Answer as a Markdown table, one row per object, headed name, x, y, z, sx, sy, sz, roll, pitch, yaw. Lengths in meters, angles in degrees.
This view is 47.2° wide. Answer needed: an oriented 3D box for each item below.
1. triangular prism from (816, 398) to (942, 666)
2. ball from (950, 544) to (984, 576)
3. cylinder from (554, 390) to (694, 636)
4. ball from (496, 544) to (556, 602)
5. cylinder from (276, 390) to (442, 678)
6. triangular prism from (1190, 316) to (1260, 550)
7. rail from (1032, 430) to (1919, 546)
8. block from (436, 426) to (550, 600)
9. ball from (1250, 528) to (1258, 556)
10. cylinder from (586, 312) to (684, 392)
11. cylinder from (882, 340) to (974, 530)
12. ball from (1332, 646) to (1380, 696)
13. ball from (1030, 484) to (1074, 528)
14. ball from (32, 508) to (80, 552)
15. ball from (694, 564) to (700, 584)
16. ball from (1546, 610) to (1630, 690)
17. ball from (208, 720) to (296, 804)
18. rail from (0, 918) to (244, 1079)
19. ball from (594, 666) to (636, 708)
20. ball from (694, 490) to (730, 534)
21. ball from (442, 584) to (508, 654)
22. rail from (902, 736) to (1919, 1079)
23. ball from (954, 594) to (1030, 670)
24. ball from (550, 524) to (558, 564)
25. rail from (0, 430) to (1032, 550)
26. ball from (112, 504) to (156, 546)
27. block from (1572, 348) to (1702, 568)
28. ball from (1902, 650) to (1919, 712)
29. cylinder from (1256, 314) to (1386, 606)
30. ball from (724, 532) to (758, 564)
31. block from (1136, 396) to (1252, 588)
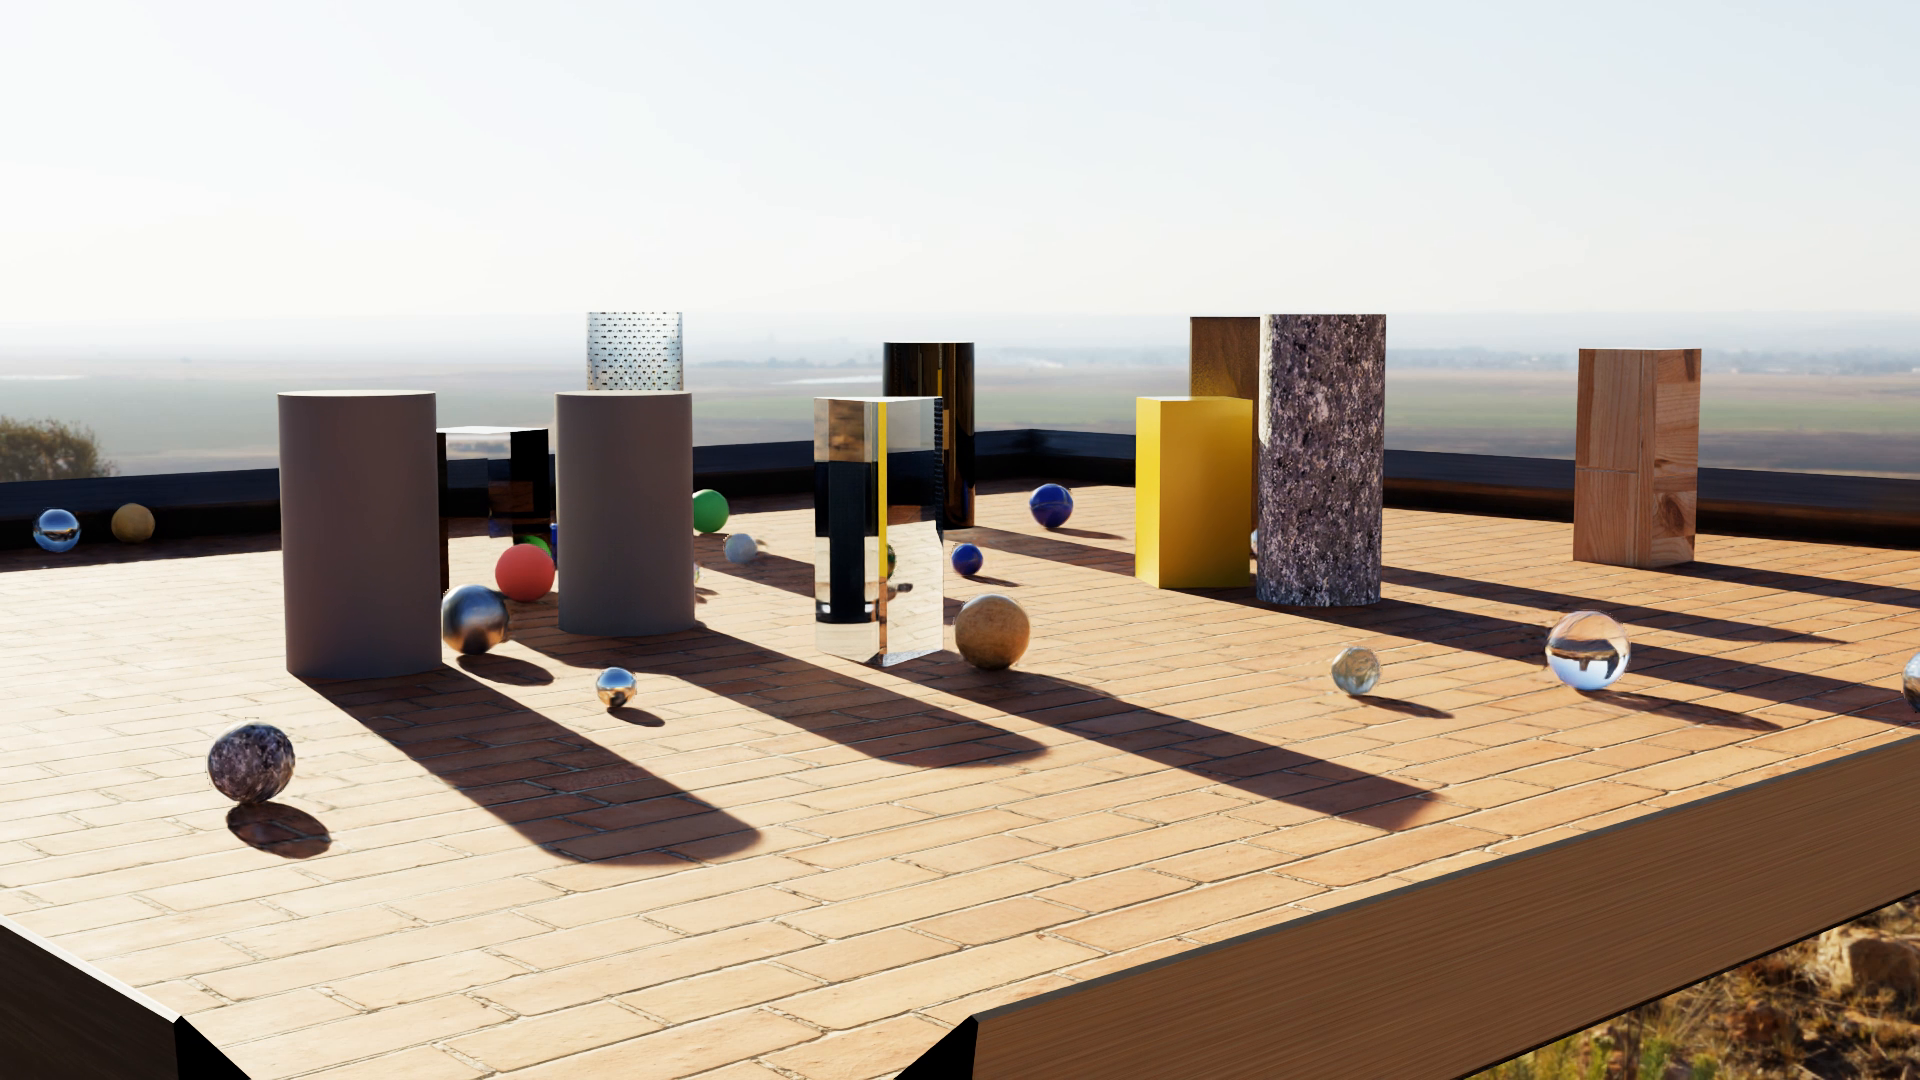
| name | x | y | z | sx | sy | sz | roll | pitch | yaw |
| --- | --- | --- | --- | --- | --- | --- | --- | --- | --- |
| triangular prism | -0.082 | -0.017 | 2.825 | 0.141 | 0.329 | 0.163 | -4 | 7 | -34 |
| ball | 0.012 | 0.033 | 3.657 | 0.054 | 0.054 | 0.054 | 0 | 6 | 0 |
| cylinder | -0.466 | -0.042 | 3.063 | 0.189 | 0.327 | 0.189 | 0 | 6 | 0 |
| ball | -0.657 | 0.050 | 3.324 | 0.090 | 0.090 | 0.090 | 0 | 6 | 0 |
| cylinder | -0.741 | -0.012 | 2.721 | 0.189 | 0.340 | 0.189 | 0 | 6 | 0 |
| triangular prism | 0.512 | -0.202 | 4.104 | 0.163 | 0.428 | 0.141 | 1 | 6 | 8 |
| rail | 1.342 | -0.098 | 4.563 | 0.045 | 0.122 | 3.449 | -6 | 8 | -42 |
| block | -0.746 | -0.044 | 3.424 | 0.151 | 0.256 | 0.151 | 3 | 7 | 26 |
| ball | 0.546 | 0.003 | 3.893 | 0.064 | 0.064 | 0.064 | 0 | 6 | 0 |
| cylinder | -0.635 | -0.228 | 4.307 | 0.189 | 0.436 | 0.189 | 0 | 6 | 0 |
| cylinder | -0.064 | -0.215 | 4.472 | 0.189 | 0.376 | 0.189 | 0 | 6 | 0 |
| ball | 0.456 | 0.151 | 2.531 | 0.056 | 0.056 | 0.056 | 0 | 6 | 0 |
| ball | 0.185 | -0.069 | 4.453 | 0.090 | 0.090 | 0.090 | 0 | 6 | 0 |
| ball | -1.645 | -0.017 | 4.005 | 0.080 | 0.080 | 0.080 | 0 | 6 | 0 |
| ball | -0.437 | 0.054 | 3.517 | 0.042 | 0.042 | 0.042 | 0 | 6 | 0 |
| ball | 0.731 | 0.129 | 2.562 | 0.094 | 0.094 | 0.094 | 0 | 6 | 0 |
| ball | -0.638 | 0.200 | 1.979 | 0.075 | 0.075 | 0.075 | 0 | 6 | 0 |
| rail | -1.342 | 0.162 | 2.101 | 0.045 | 0.122 | 3.449 | -6 | 8 | -42 |
| ball | -0.385 | 0.164 | 2.457 | 0.045 | 0.045 | 0.045 | 0 | 6 | 0 |
| ball | -0.499 | -0.056 | 4.346 | 0.087 | 0.087 | 0.087 | 0 | 6 | 0 |
| ball | -0.627 | 0.102 | 2.828 | 0.091 | 0.091 | 0.091 | 0 | 6 | 0 |
| rail | 1.154 | 0.163 | 2.089 | 3.698 | 0.122 | 0.045 | -6 | 8 | -42 |
| ball | 0.040 | 0.114 | 2.704 | 0.094 | 0.094 | 0.094 | 0 | 6 | 0 |
| ball | -0.702 | 0.006 | 3.836 | 0.070 | 0.070 | 0.070 | 0 | 6 | 0 |
| rail | -1.154 | -0.100 | 4.575 | 3.698 | 0.122 | 0.045 | -6 | 8 | -42 |
| ball | -1.554 | -0.029 | 4.134 | 0.078 | 0.078 | 0.078 | 0 | 6 | 0 |
| block | 1.189 | -0.149 | 3.862 | 0.151 | 0.373 | 0.151 | -6 | 8 | -44 |
| ball | 1.062 | 0.153 | 2.368 | 0.086 | 0.086 | 0.086 | 0 | 6 | 0 |
| cylinder | 0.550 | -0.127 | 3.356 | 0.189 | 0.434 | 0.189 | 0 | 6 | 0 |
| ball | -0.381 | 0.015 | 3.820 | 0.056 | 0.056 | 0.056 | 0 | 6 | 0 |
| block | 0.377 | -0.080 | 3.569 | 0.151 | 0.298 | 0.151 | -1 | 6 | -10 |
